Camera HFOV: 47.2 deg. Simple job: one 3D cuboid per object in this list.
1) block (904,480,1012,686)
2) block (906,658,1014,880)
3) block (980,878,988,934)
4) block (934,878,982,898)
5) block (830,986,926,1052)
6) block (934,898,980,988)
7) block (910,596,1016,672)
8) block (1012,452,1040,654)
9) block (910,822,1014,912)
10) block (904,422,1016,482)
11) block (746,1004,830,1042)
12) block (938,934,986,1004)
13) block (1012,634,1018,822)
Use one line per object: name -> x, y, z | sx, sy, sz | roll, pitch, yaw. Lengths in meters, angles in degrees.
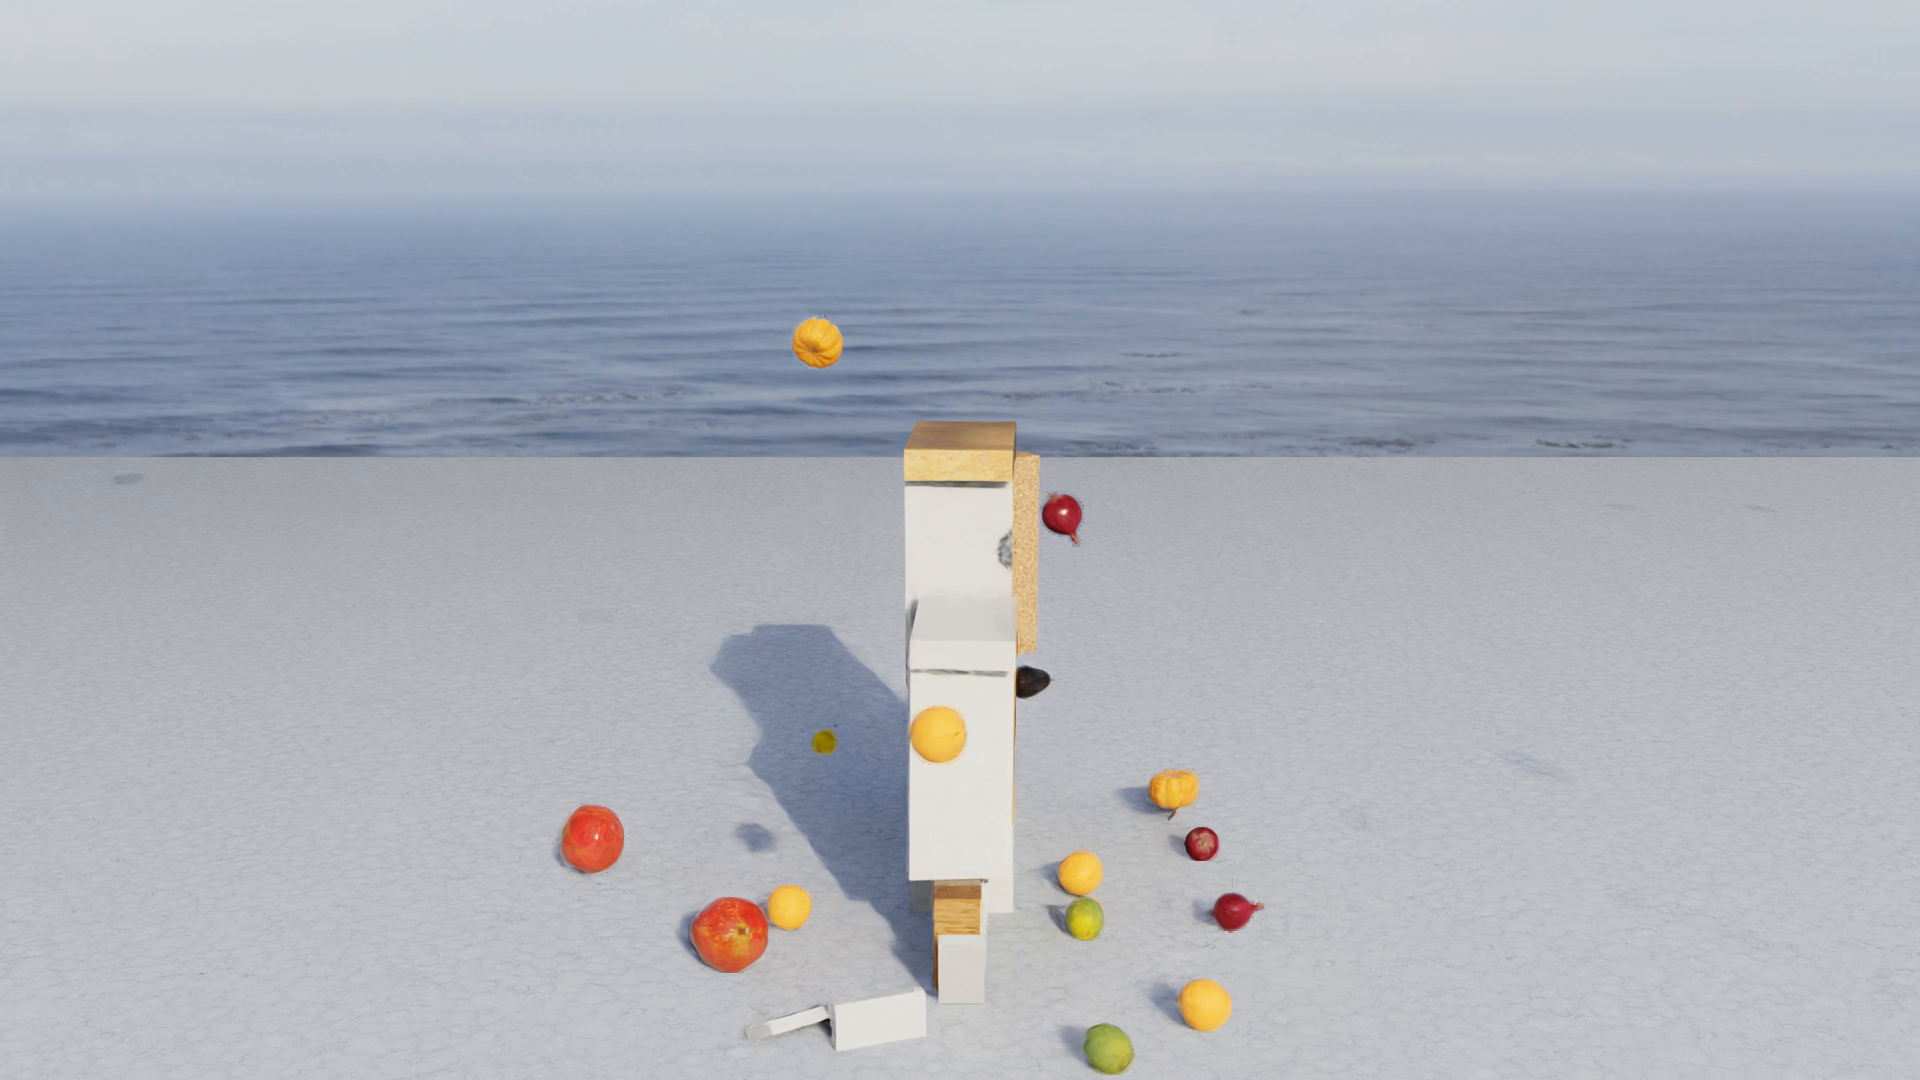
block -> -0.002, 0.062, 3.503 | 0.169, 0.337, 0.048 | 0, 10, -1
block -> 0.000, 0.337, 3.253 | 0.152, 0.329, 0.043 | -1, 11, -7
block -> 0.002, 0.558, 3.400 | 0.080, 0.160, 0.023 | 0, 11, -5
block -> -0.005, 0.505, 3.303 | 0.069, 0.020, 0.139 | 0, 11, -1
block -> -0.114, 0.667, 3.067 | 0.134, 0.067, 0.019 | -5, 9, -23
block -> -0.004, 0.594, 3.263 | 0.069, 0.139, 0.020 | 0, 3, -1
block -> 0.008, 0.138, 3.307 | 0.152, 0.043, 0.304 | 1, 11, 1
block -> 0.049, 0.029, 3.681 | 0.169, 0.338, 0.048 | -8, 14, -36
block -> 0.003, 0.439, 3.572 | 0.166, 0.333, 0.047 | 0, 11, 0
block -> 0.004, -0.147, 3.572 | 0.169, 0.048, 0.337 | 1, 11, 2
block -> -0.226, 0.674, 3.090 | 0.134, 0.019, 0.067 | -8, -12, -37
block -> 0.002, 0.619, 3.169 | 0.067, 0.134, 0.019 | 0, 41, 0
block -> 0.009, 0.291, 3.436 | 0.152, 0.304, 0.043 | 0, 12, -4
